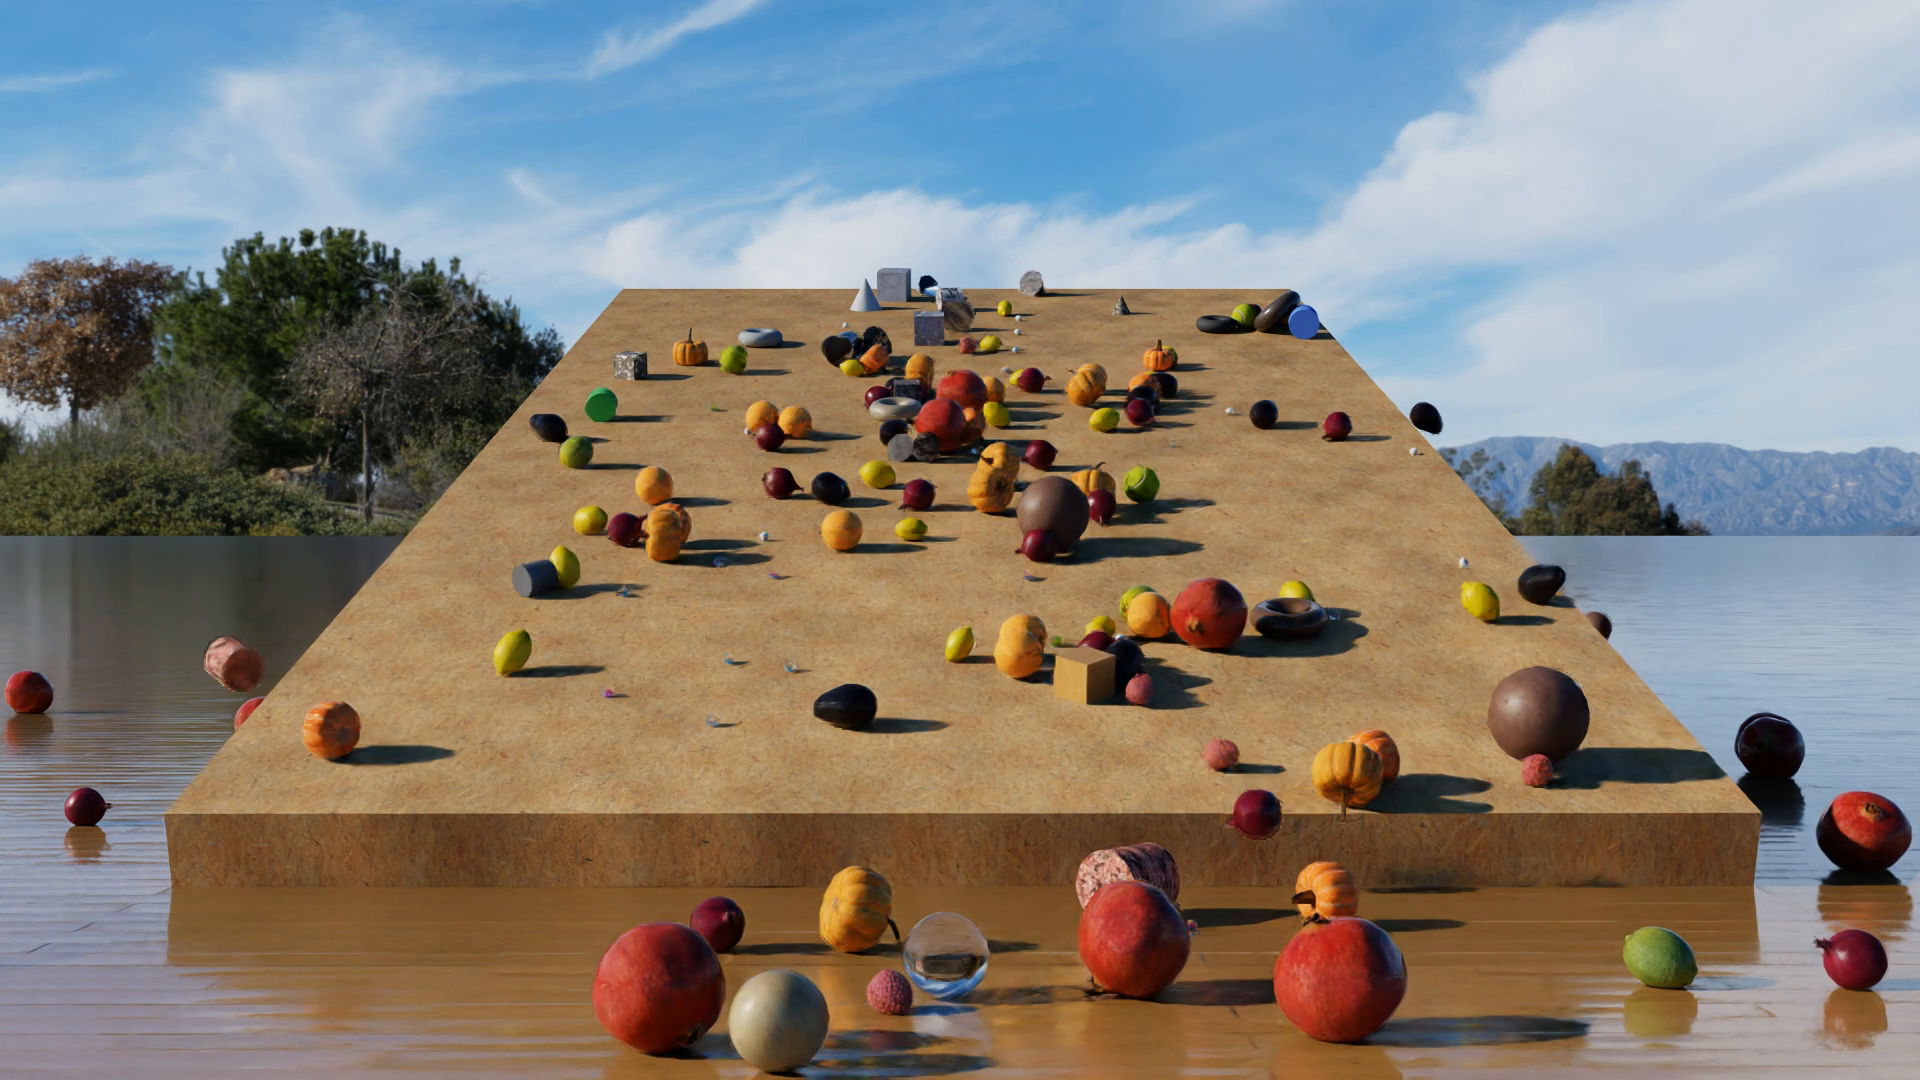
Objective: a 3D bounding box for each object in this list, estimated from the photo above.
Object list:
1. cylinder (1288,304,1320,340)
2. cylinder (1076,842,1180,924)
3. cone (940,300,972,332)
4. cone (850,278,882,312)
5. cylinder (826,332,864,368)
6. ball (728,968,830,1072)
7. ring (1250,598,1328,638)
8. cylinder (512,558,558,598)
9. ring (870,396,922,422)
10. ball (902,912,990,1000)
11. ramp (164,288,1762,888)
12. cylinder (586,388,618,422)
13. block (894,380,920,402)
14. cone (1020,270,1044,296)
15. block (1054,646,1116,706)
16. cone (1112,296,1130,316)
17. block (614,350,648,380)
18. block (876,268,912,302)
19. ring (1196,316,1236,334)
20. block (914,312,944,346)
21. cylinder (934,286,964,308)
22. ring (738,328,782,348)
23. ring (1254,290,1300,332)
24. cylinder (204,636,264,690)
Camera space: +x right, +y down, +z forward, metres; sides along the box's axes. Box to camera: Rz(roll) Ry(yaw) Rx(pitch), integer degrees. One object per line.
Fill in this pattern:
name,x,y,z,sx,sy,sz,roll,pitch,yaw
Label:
cylinder,0.912,-0.579,5.854,0.080,0.080,0.080,0,16,7
cylinder,0.195,0.397,2.551,0.085,0.085,0.085,0,0,42
cone,-0.017,-0.592,5.967,0.090,0.090,0.090,0,-11,-10
cone,-0.267,-0.701,6.260,0.090,0.090,0.090,0,16,0
cylinder,-0.288,-0.475,5.491,0.077,0.077,0.077,0,16,13
ball,-0.152,0.401,1.840,0.084,0.084,0.084,0,0,0
ring,0.516,0.122,3.462,0.122,0.041,0.122,-1,16,0
cylinder,-0.703,0.063,3.643,0.053,0.053,0.053,0,12,43
ring,-0.142,-0.289,4.907,0.120,0.040,0.120,0,17,0
ball,-0.014,0.400,2.123,0.083,0.083,0.083,0,0,0
ramp,-0.002,-0.157,4.698,2.000,0.100,4.000,0,16,0
cylinder,-0.795,-0.300,4.893,0.065,0.065,0.065,0,16,-5
block,-0.120,-0.331,5.018,0.058,0.058,0.058,-1,16,-5
cone,0.229,-0.745,6.516,0.079,0.079,0.079,0,-13,32
block,0.179,0.195,3.166,0.062,0.062,0.062,-15,22,-43
cone,0.453,-0.663,6.192,0.054,0.054,0.054,0,16,0
block,-0.797,-0.422,5.337,0.058,0.058,0.058,8,18,25
block,-0.191,-0.742,6.410,0.086,0.086,0.086,2,16,8
ring,0.690,-0.581,5.942,0.108,0.036,0.108,1,17,0
block,-0.080,-0.552,5.760,0.078,0.078,0.078,0,16,-1
cylinder,-0.029,-0.682,6.239,0.065,0.065,0.065,13,-5,-21
ring,-0.520,-0.527,5.744,0.116,0.039,0.116,0,15,0
ring,0.852,-0.614,5.924,0.148,0.049,0.148,-38,-3,-3
cylinder,-1.184,0.200,3.601,0.070,0.070,0.070,0,17,-43
